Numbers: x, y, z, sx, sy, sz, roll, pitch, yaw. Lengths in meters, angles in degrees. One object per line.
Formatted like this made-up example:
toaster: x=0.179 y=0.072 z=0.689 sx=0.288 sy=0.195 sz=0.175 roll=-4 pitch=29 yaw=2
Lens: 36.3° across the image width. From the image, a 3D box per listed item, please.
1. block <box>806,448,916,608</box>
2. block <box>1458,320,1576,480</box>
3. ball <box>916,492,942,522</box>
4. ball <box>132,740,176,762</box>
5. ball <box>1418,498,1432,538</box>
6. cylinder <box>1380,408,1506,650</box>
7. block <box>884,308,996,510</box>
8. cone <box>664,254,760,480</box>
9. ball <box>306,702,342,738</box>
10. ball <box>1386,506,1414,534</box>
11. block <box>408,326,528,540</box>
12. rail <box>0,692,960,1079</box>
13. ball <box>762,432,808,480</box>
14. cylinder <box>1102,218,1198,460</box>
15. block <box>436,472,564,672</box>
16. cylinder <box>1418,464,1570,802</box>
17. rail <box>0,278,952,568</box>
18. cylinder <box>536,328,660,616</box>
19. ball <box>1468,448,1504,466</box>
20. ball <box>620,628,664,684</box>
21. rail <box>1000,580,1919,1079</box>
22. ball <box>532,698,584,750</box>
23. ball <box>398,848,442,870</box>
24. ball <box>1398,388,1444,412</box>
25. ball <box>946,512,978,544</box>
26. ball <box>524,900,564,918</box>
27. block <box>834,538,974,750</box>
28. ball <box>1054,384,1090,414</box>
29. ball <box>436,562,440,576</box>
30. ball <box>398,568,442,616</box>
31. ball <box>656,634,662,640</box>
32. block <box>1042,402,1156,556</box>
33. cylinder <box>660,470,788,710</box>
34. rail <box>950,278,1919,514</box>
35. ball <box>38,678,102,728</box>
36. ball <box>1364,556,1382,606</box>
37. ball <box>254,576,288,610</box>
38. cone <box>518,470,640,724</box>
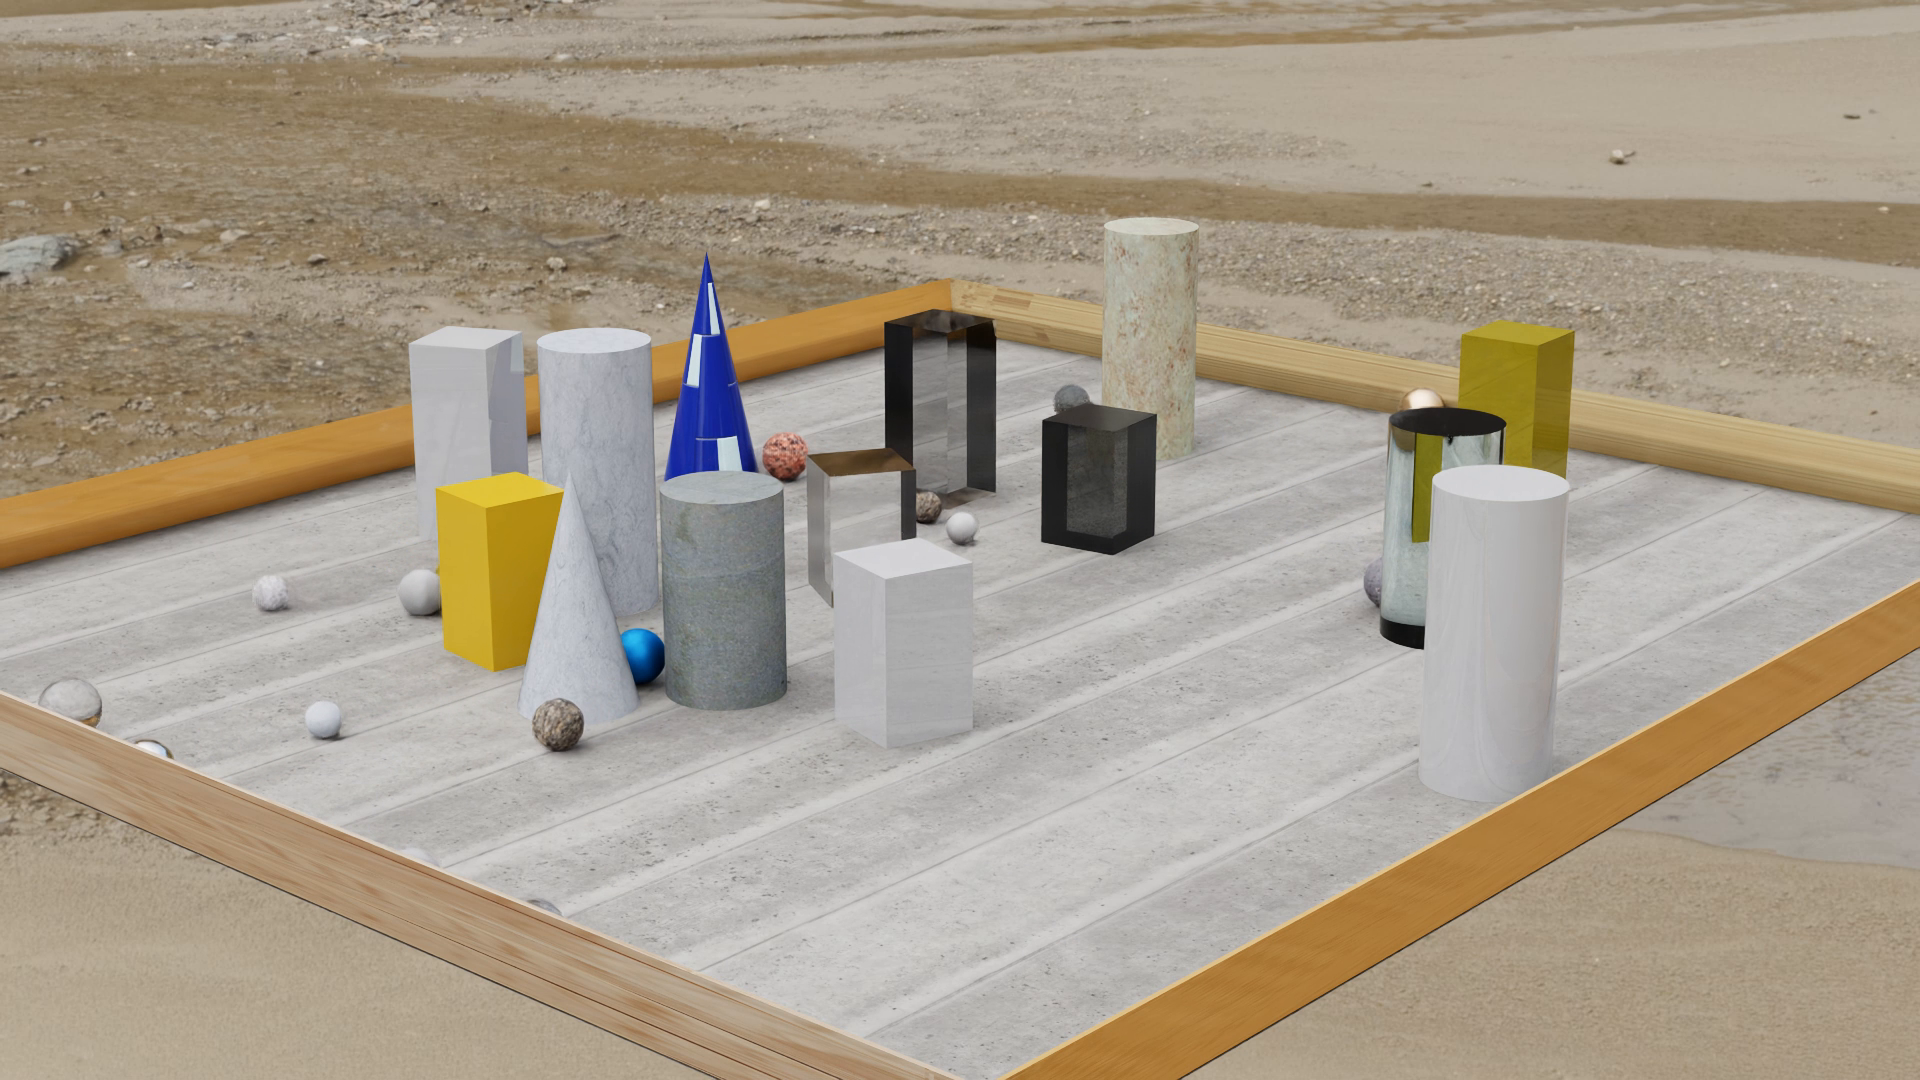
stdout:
block: x=-0.172 y=-0.023 z=5.113 sx=0.154 sy=0.235 sz=0.154 roll=-5 pitch=18 yaw=-17
block: x=1.031 y=-0.203 z=5.467 sx=0.154 sy=0.376 sz=0.154 roll=12 pitch=21 yaw=35
ball: x=-0.064 y=-0.063 z=5.548 sx=0.060 sy=0.060 sz=0.060 roll=0 pitch=17 yaw=0
ball: x=-1.169 y=0.328 z=4.213 sx=0.083 sy=0.083 sz=0.083 roll=0 pitch=17 yaw=0
ball: x=0.893 y=-0.040 z=5.420 sx=0.090 sy=0.090 sz=0.090 roll=0 pitch=17 yaw=0
cylinder: x=0.802 y=-0.019 z=4.874 sx=0.192 sy=0.366 sz=0.192 roll=0 pitch=17 yaw=0
block: x=-0.038 y=-0.255 z=5.688 sx=0.154 sy=0.348 sz=0.154 roll=13 pitch=21 yaw=36
cone: x=-0.495 y=-0.345 z=5.792 sx=0.192 sy=0.459 sz=0.192 roll=0 pitch=17 yaw=0
ball: x=-0.964 y=0.272 z=4.445 sx=0.056 sy=0.056 sz=0.056 roll=0 pitch=17 yaw=0
ball: x=0.822 y=-0.038 z=5.480 sx=0.052 sy=0.052 sz=0.052 roll=0 pitch=17 yaw=0
block: x=-0.908 y=-0.194 z=5.444 sx=0.154 sy=0.372 sz=0.154 roll=5 pitch=18 yaw=17
rail: x=-1.014 y=0.369 z=4.002 sx=2.792 sy=0.125 sz=0.045 roll=14 pitch=22 yaw=39
ball: x=-0.348 y=-0.167 z=5.835 sx=0.094 sy=0.094 sz=0.094 roll=0 pitch=17 yaw=0
cylinder: x=0.388 y=-0.413 z=6.007 sx=0.192 sy=0.465 sz=0.192 roll=0 pitch=17 yaw=0
block: x=-0.745 y=0.050 z=4.800 sx=0.154 sy=0.276 sz=0.154 roll=-14 pitch=22 yaw=-38
cylinder: x=0.768 y=0.133 z=4.226 sx=0.192 sy=0.448 sz=0.192 roll=0 pitch=17 yaw=0
rail: x=-1.036 y=-0.229 z=5.982 sx=0.045 sy=0.125 sz=3.141 roll=14 pitch=22 yaw=39
cylinder: x=-0.619 y=-0.116 z=5.028 sx=0.192 sy=0.463 sz=0.192 roll=0 pitch=17 yaw=0
ball: x=1.042 y=-0.148 z=5.813 sx=0.070 sy=0.070 sz=0.070 roll=0 pitch=17 yaw=0
ball: x=-0.513 y=0.186 z=4.676 sx=0.089 sy=0.089 sz=0.089 roll=0 pitch=17 yaw=0
rail: x=1.036 y=0.291 z=4.259 sx=0.045 sy=0.125 sz=3.141 roll=14 pitch=22 yaw=39
ball: x=-0.602 y=0.276 z=4.396 sx=0.077 sy=0.077 sz=0.077 roll=0 pitch=17 yaw=0
ball: x=-0.717 y=0.443 z=3.835 sx=0.081 sy=0.081 sz=0.081 roll=0 pitch=17 yaw=0
ball: x=0.974 y=-0.275 z=6.187 sx=0.096 sy=0.096 sz=0.096 roll=0 pitch=17 yaw=0
ball: x=0.003 y=-0.022 z=5.415 sx=0.059 sy=0.059 sz=0.059 roll=0 pitch=17 yaw=0
ball: x=-0.534 y=0.490 z=3.691 sx=0.075 sy=0.075 sz=0.075 roll=0 pitch=17 yaw=0
block: x=-0.087 y=0.155 z=4.466 sx=0.154 sy=0.268 sz=0.154 roll=-10 pitch=20 yaw=-31
ball: x=0.240 y=-0.291 z=6.270 sx=0.080 sy=0.080 sz=0.080 roll=0 pitch=17 yaw=0
ball: x=-0.864 y=0.064 z=5.075 sx=0.090 sy=0.090 sz=0.090 roll=0 pitch=17 yaw=0
ball: x=-0.920 y=0.089 z=5.014 sx=0.079 sy=0.079 sz=0.079 roll=0 pitch=17 yaw=0
ball: x=-0.509 y=0.173 z=4.786 sx=0.048 sy=0.048 sz=0.048 roll=0 pitch=17 yaw=0
block: x=0.257 y=-0.114 z=5.418 sx=0.154 sy=0.234 sz=0.154 roll=11 pitch=20 yaw=32
cylinder: x=-0.371 y=0.078 z=4.606 sx=0.192 sy=0.335 sz=0.192 roll=0 pitch=17 yaw=0
rail: x=1.014 y=-0.306 z=6.239 sx=2.792 sy=0.125 sz=0.045 roll=14 pitch=22 yaw=39
ball: x=-1.346 y=0.255 z=4.434 sx=0.095 sy=0.095 sz=0.095 roll=0 pitch=17 yaw=0
ball: x=0.741 y=0.072 z=5.045 sx=0.093 sy=0.093 sz=0.093 roll=0 pitch=17 yaw=0
ball: x=-1.185 y=0.090 z=5.042 sx=0.059 sy=0.059 sz=0.059 roll=0 pitch=17 yaw=0
cone: x=-0.597 y=0.073 z=4.537 sx=0.192 sy=0.384 sz=0.192 roll=0 pitch=17 yaw=0
